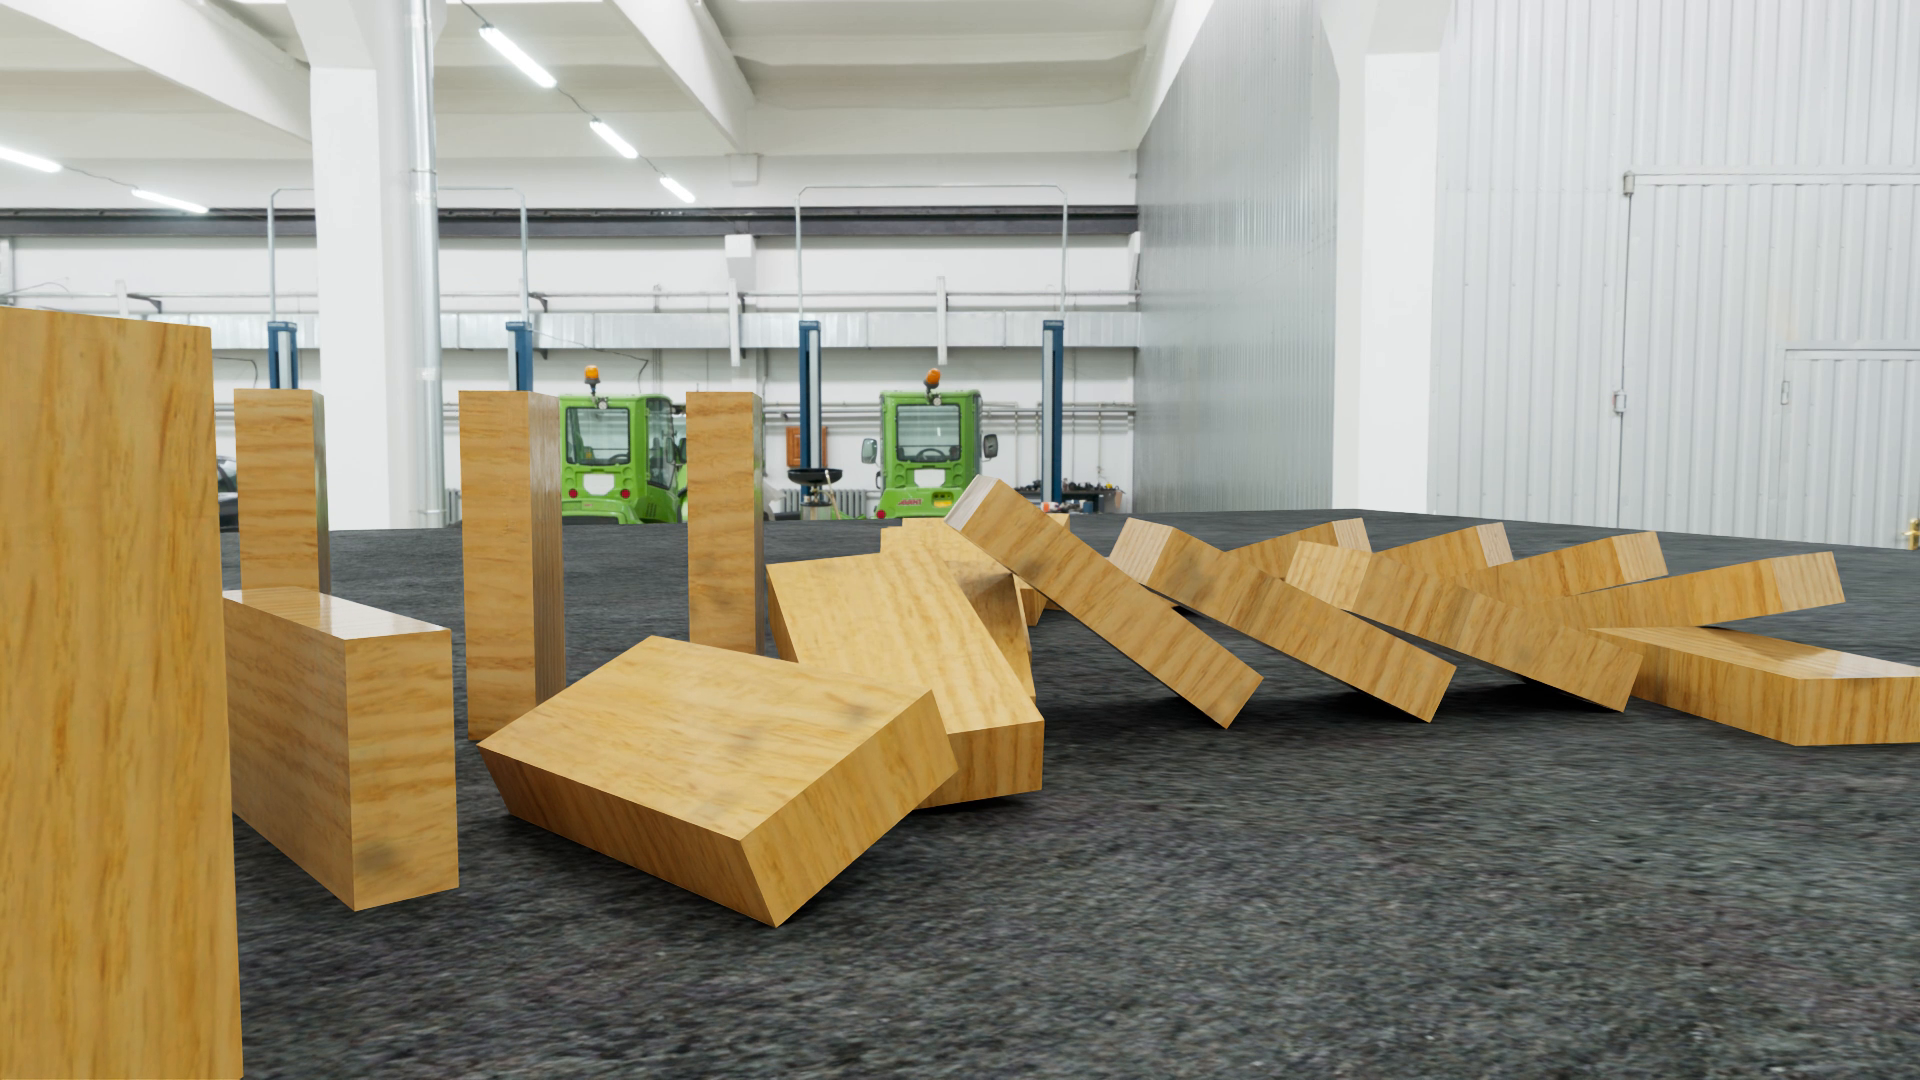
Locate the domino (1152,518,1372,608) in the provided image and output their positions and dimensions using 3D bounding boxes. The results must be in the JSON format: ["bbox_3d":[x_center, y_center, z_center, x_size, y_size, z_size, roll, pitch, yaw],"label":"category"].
[{"bbox_3d":[0.074,0.006,0.319,0.050,0.009,0.025,-18,-7,32],"label":"domino"}]

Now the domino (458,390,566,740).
[{"bbox_3d":[-0.068,0.003,0.196,0.009,0.050,0.025,-1,4,-8],"label":"domino"}]

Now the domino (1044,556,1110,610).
[{"bbox_3d":[0.039,0.012,0.350,0.025,0.010,0.050,3,5,38],"label":"domino"}]

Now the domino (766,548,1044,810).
[{"bbox_3d":[-0.009,0.016,0.168,0.025,0.009,0.050,-6,25,-15],"label":"domino"}]

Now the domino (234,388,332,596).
[{"bbox_3d":[-0.099,0.003,0.188,0.009,0.050,0.025,-2,5,-23],"label":"domino"}]

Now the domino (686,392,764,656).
[{"bbox_3d":[-0.036,0.003,0.199,0.009,0.050,0.025,0,4,-6],"label":"domino"}]

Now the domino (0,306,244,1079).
[{"bbox_3d":[-0.057,0.012,0.074,0.009,0.050,0.025,1,5,18],"label":"domino"}]

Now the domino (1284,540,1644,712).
[{"bbox_3d":[0.082,0.014,0.211,0.050,0.009,0.025,20,0,-11],"label":"domino"}]

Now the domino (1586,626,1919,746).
[{"bbox_3d":[0.127,0.022,0.207,0.025,0.009,0.050,0,4,-7],"label":"domino"}]

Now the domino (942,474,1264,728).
[{"bbox_3d":[0.021,0.009,0.201,0.050,0.010,0.025,37,-1,-8],"label":"domino"}]

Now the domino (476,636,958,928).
[{"bbox_3d":[-0.027,0.023,0.136,0.050,0.009,0.025,4,30,44],"label":"domino"}]

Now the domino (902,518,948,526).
[{"bbox_3d":[-0.001,0.008,0.292,0.025,0.009,0.050,-1,22,-1],"label":"domino"}]

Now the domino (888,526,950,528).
[{"bbox_3d":[-0.002,0.011,0.260,0.025,0.009,0.050,0,22,-2],"label":"domino"}]

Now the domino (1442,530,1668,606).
[{"bbox_3d":[0.122,0.010,0.278,0.025,0.009,0.050,-4,-12,-44],"label":"domino"}]

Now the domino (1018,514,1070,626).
[{"bbox_3d":[0.011,0.006,0.324,0.025,0.009,0.050,1,22,15],"label":"domino"}]

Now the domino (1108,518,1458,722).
[{"bbox_3d":[0.050,0.012,0.204,0.050,0.009,0.025,26,0,-9],"label":"domino"}]

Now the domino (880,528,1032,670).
[{"bbox_3d":[-0.002,0.012,0.232,0.025,0.009,0.050,0,24,-3],"label":"domino"}]

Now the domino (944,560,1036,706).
[{"bbox_3d":[-0.003,0.017,0.195,0.025,0.009,0.050,0,20,-2],"label":"domino"}]

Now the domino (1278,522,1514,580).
[{"bbox_3d":[0.101,0.008,0.302,0.050,0.009,0.025,-19,-8,34],"label":"domino"}]

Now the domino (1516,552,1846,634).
[{"bbox_3d":[0.137,0.013,0.248,0.025,0.009,0.050,-3,-11,-35],"label":"domino"}]

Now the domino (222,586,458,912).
[{"bbox_3d":[-0.069,0.020,0.138,0.010,0.025,0.050,-4,6,-42],"label":"domino"}]
